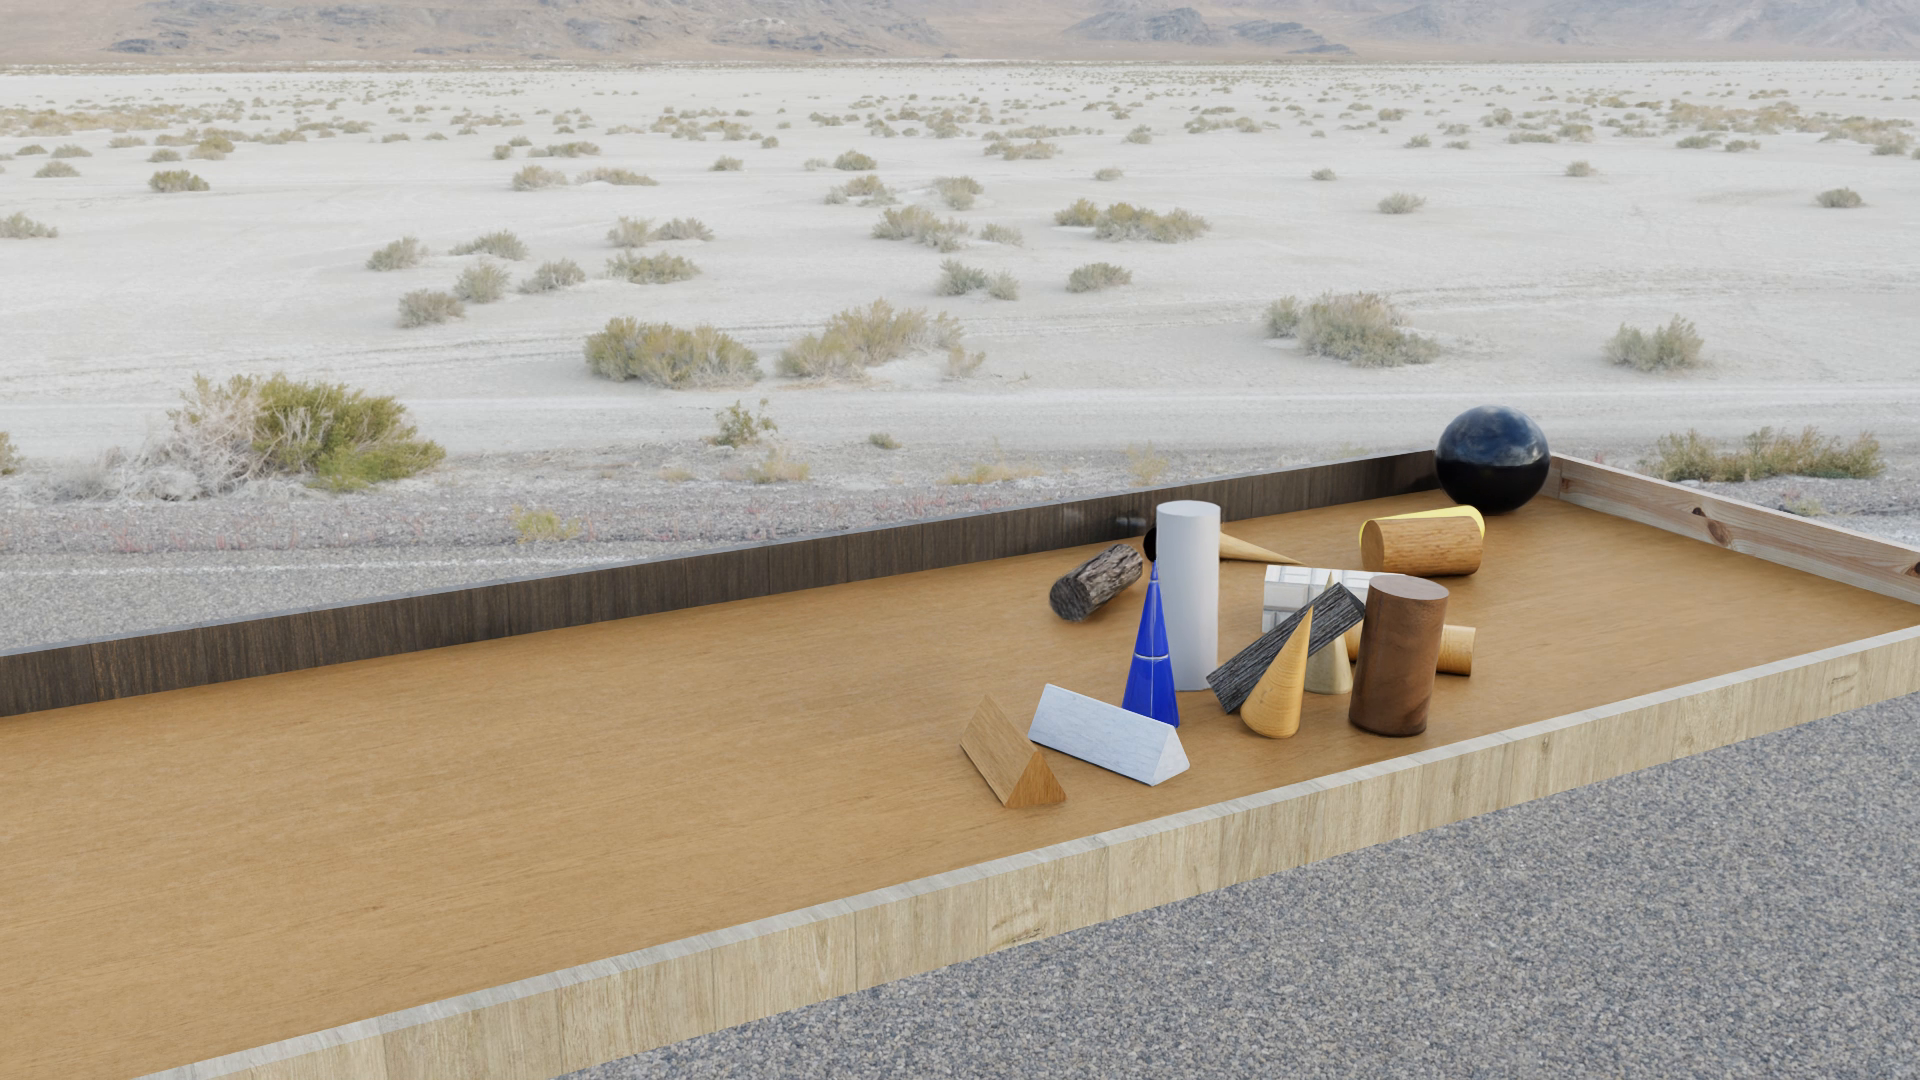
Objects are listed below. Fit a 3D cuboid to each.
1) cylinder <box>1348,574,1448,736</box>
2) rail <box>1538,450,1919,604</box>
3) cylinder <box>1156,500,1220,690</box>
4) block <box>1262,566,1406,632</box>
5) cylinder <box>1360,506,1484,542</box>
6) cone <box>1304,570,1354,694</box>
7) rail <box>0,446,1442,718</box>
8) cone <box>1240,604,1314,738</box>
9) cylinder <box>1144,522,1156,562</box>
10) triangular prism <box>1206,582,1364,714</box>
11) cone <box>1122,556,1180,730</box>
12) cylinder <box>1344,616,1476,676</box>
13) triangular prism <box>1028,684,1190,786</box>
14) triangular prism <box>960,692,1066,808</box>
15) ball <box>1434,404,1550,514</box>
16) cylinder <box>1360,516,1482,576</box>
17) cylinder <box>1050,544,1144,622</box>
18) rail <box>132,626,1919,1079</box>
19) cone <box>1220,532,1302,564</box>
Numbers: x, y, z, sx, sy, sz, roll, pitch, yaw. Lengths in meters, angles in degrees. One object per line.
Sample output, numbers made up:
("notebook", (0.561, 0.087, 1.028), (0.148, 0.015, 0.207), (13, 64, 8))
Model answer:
("cylinder", (1.019, 0.266, 3.837), (0.180, 0.333, 0.180), (4, 17, -1))
("rail", (2.466, -0.048, 5.253), (0.050, 0.150, 2.100), (-9, 18, -27))
("cylinder", (0.563, 0.137, 4.090), (0.155, 0.445, 0.155), (-1, 15, 0))
("block", (1.021, 0.173, 4.504), (0.372, 0.148, 0.148), (4, 17, 13))
("cylinder", (1.452, -0.020, 5.184), (0.385, 0.135, 0.135), (-8, 18, -24))
("cone", (0.910, 0.215, 4.086), (0.149, 0.303, 0.149), (0, 16, 0))
("rail", (-3.305, 0.497, 3.399), (12.000, 0.150, 0.050), (-9, 18, -27))
("cone", (0.753, 0.278, 3.750), (0.141, 0.344, 0.141), (8, 36, -6))
("cylinder", (0.670, -0.023, 5.205), (0.128, 0.128, 0.305), (5, 17, 16))
("triangular prism", (0.765, 0.249, 3.907), (0.400, 0.092, 0.106), (-39, 2, 22))
("cone", (0.446, 0.234, 3.834), (0.145, 0.409, 0.145), (0, 16, 0))
("cylinder", (1.098, 0.261, 4.249), (0.431, 0.122, 0.122), (6, 17, 19))
("triangular prism", (0.329, 0.422, 3.695), (0.359, 0.119, 0.137), (15, 23, 42))
("triangular prism", (0.112, 0.449, 3.605), (0.138, 0.119, 0.348), (-5, 17, -15))
("ball", (1.814, -0.275, 5.625), (0.376, 0.376, 0.376), (0, 16, 0))
("cylinder", (1.387, 0.022, 4.964), (0.307, 0.178, 0.178), (-2, 17, -8))
("cylinder", (0.395, 0.119, 4.724), (0.127, 0.127, 0.376), (9, 18, 27))
("rail", (-2.336, 1.006, 1.665), (12.000, 0.150, 0.050), (-9, 18, -27))
("cone", (0.900, 0.038, 5.132), (0.367, 0.106, 0.106), (13, 19, 13))
